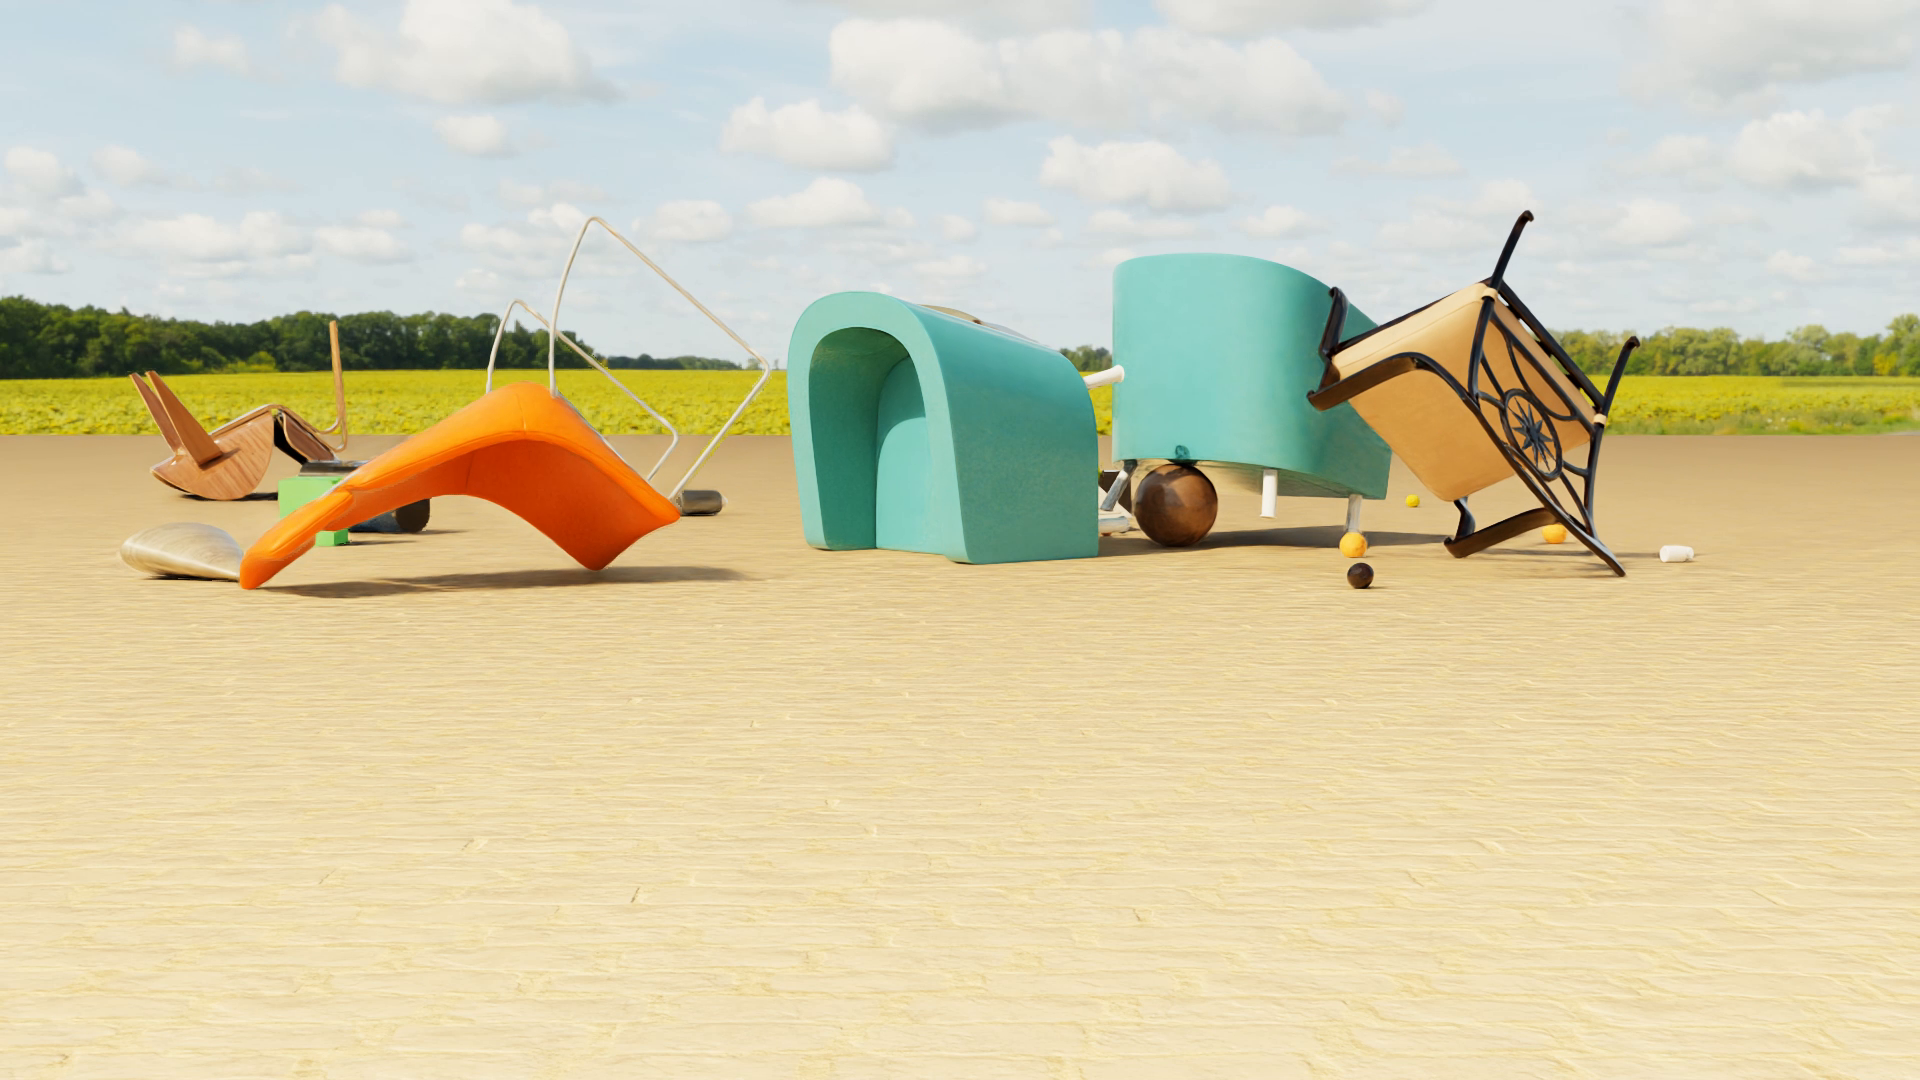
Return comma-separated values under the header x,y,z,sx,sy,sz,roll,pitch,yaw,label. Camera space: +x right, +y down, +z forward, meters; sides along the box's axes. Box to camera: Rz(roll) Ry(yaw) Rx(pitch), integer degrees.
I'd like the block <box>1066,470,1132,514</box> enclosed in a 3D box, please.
x,y,z,sx,sy,sz,roll,pitch,yaw,label
0.500,-0.173,7.944,0.209,0.153,0.111,-1,4,-20,block

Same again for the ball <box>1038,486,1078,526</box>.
x,y,z,sx,sy,sz,roll,pitch,yaw,label
0.323,-0.112,7.253,0.127,0.127,0.127,0,4,0,ball

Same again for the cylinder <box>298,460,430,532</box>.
x,y,z,sx,sy,sz,roll,pitch,yaw,label
-1.865,-0.136,6.885,0.308,0.191,0.289,1,-29,18,cylinder

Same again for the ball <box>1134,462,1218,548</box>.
x,y,z,sx,sy,sz,roll,pitch,yaw,label
0.611,-0.099,6.236,0.240,0.240,0.240,0,4,0,ball

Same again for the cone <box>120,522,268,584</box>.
x,y,z,sx,sy,sz,roll,pitch,yaw,label
-1.737,0.061,5.182,0.351,0.131,0.315,16,10,35,cone

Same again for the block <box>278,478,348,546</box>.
x,y,z,sx,sy,sz,roll,pitch,yaw,label
-1.854,-0.081,6.310,0.158,0.188,0.106,1,8,7,block

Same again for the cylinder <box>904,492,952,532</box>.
x,y,z,sx,sy,sz,roll,pitch,yaw,label
-0.100,-0.088,6.941,0.154,0.106,0.084,-31,-3,12,cylinder
